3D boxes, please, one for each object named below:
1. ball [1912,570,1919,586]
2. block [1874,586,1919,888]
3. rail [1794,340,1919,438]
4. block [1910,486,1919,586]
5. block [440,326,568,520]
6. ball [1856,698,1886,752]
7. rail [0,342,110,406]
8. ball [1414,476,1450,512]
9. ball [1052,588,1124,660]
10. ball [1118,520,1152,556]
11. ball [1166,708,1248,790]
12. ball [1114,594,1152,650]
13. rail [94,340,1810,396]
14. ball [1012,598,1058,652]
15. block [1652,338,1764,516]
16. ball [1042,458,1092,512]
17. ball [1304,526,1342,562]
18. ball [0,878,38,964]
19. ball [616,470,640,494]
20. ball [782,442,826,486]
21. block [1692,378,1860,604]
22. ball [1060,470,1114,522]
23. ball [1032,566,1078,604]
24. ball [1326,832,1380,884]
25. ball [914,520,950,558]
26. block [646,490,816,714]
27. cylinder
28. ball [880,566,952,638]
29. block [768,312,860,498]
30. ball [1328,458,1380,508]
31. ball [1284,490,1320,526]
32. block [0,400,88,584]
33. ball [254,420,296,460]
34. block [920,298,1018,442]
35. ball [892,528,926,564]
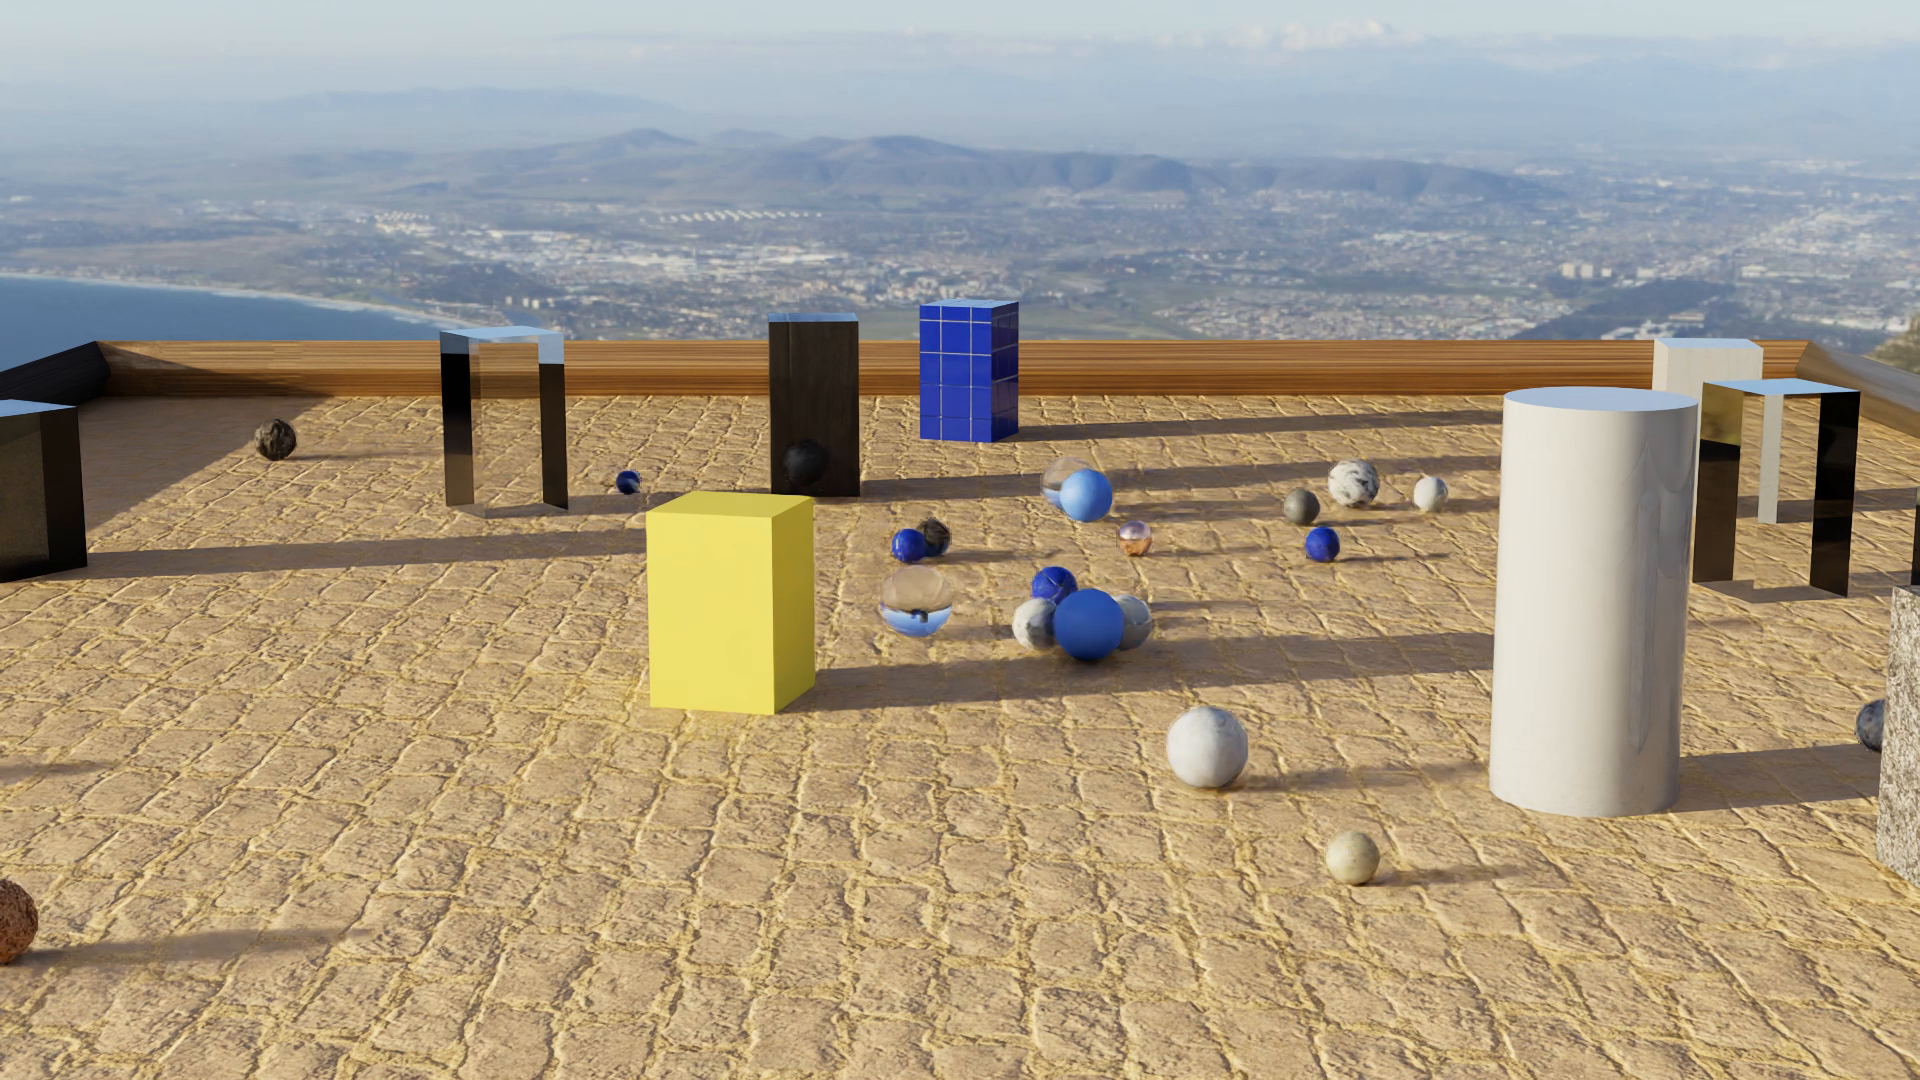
[{"bbox_3d":[1.303,0.064,3.409,0.072,0.072,0.072,0,11,0],"label":"ball"},{"bbox_3d":[0.928,0.180,2.286,0.149,0.258,0.149,-1,11,-6],"label":"block"},{"bbox_3d":[1.859,0.029,3.460,0.045,0.121,4.462,0,11,0],"label":"rail"},{"bbox_3d":[1.246,0.052,3.059,0.149,0.225,0.149,-5,12,-26],"label":"block"},{"bbox_3d":[-0.747,-0.195,4.203,0.149,0.292,0.149,-7,13,-35],"label":"block"},{"bbox_3d":[0.985,0.198,2.735,0.058,0.058,0.058,0,11,0],"label":"ball"},{"bbox_3d":[-1.859,0.033,3.439,0.045,0.121,4.462,0,11,0],"label":"rail"},{"bbox_3d":[0.770,-0.075,4.192,0.058,0.058,0.058,0,11,0],"label":"ball"},{"bbox_3d":[0.158,0.104,3.143,0.089,0.089,0.089,0,11,0],"label":"ball"},{"bbox_3d":[0.261,-0.003,3.822,0.052,0.052,0.052,0,11,0],"label":"ball"},{"bbox_3d":[0.250,0.211,2.595,0.083,0.083,0.083,0,11,0],"label":"ball"},{"bbox_3d":[0.206,0.103,3.209,0.070,0.070,0.070,0,11,0],"label":"ball"},{"bbox_3d":[-0.013,-0.374,5.619,3.766,0.121,0.045,0,11,0],"label":"rail"},{"bbox_3d":[0.099,0.105,3.195,0.067,0.067,0.067,0,11,0],"label":"ball"},{"bbox_3d":[1.219,-0.187,4.205,0.149,0.273,0.149,1,11,7],"label":"block"},{"bbox_3d":[0.179,-0.091,4.192,0.089,0.089,0.089,0,11,0],"label":"ball"},{"bbox_3d":[0.533,0.007,3.771,0.053,0.053,0.053,0,11,0],"label":"ball"},{"bbox_3d":[-0.789,0.311,2.094,0.070,0.070,0.070,0,11,0],"label":"ball"},{"bbox_3d":[-0.565,-0.098,4.363,0.041,0.041,0.041,0,11,0],"label":"ball"},{"bbox_3d":[-0.259,-0.128,4.283,0.074,0.074,0.074,0,11,0],"label":"ball"},{"bbox_3d":[1.127,-0.071,3.550,0.149,0.286,0.149,-3,11,-16],"label":"block"},{"bbox_3d":[0.202,-0.071,4.098,0.085,0.085,0.085,0,11,0],"label":"ball"},{"bbox_3d":[0.127,0.066,3.427,0.063,0.063,0.063,0,11,0],"label":"ball"},{"bbox_3d":[0.352,0.285,2.298,0.047,0.047,0.047,0,11,0],"label":"ball"},{"bbox_3d":[-0.043,-0.002,3.807,0.057,0.057,0.057,0,11,0],"label":"ball"},{"bbox_3d":[-0.262,0.070,2.963,0.149,0.226,0.149,3,11,15],"label":"block"},{"bbox_3d":[0.629,0.057,2.556,0.186,0.400,0.186,0,11,0],"label":"cylinder"},{"bbox_3d":[-0.056,0.078,3.277,0.093,0.093,0.093,0,11,0],"label":"ball"},{"bbox_3d":[-0.250,-0.232,4.378,0.149,0.298,0.149,-1,11,-5],"label":"block"},{"bbox_3d":[0.648,-0.093,4.221,0.084,0.084,0.084,0,11,0],"label":"ball"},{"bbox_3d":[0.542,-0.051,4.069,0.057,0.057,0.057,0,11,0],"label":"ball"},{"bbox_3d":[-1.376,-0.073,3.700,0.149,0.235,0.149,7,13,32],"label":"block"},{"bbox_3d":[-1.264,-0.185,4.734,0.076,0.076,0.076,0,11,0],"label":"ball"},{"bbox_3d":[0.019,-0.333,5.024,0.149,0.261,0.149,4,11,21],"label":"block"},{"bbox_3d":[-0.074,0.009,3.759,0.052,0.052,0.052,0,11,0],"label":"ball"}]
